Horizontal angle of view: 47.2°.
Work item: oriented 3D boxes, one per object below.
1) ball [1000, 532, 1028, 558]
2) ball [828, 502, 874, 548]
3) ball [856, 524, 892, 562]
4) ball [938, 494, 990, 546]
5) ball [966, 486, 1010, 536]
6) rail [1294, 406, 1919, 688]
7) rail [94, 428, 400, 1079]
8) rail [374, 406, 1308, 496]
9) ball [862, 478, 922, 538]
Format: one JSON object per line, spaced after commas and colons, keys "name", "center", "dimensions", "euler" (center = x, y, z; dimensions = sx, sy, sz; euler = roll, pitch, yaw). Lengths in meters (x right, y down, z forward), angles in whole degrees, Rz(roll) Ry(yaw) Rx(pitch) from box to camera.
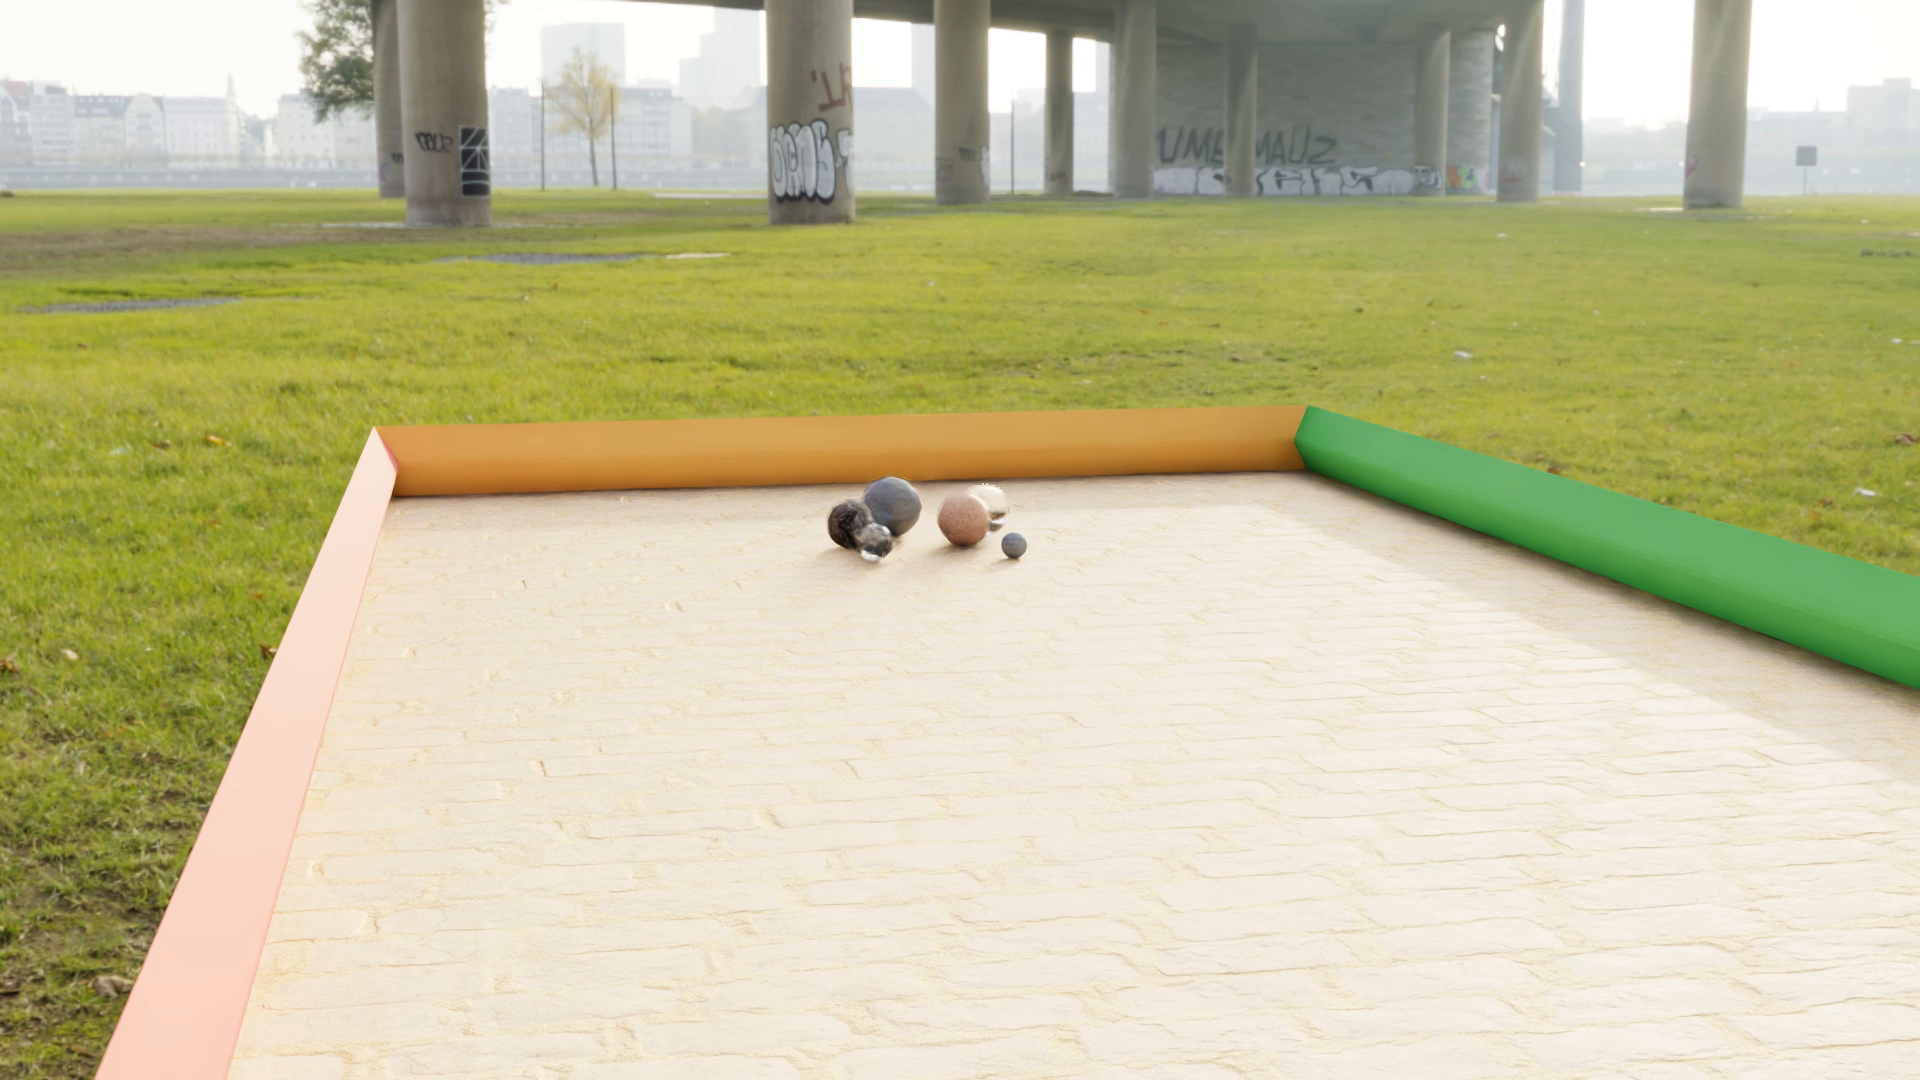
{"name": "ball", "center": [0.082, 0.008, 3.327], "dimensions": [0.040, 0.040, 0.040], "euler": [0, 10, 0]}
{"name": "ball", "center": [-0.169, -0.023, 3.408], "dimensions": [0.074, 0.074, 0.074], "euler": [0, 10, 0]}
{"name": "ball", "center": [-0.129, 0.004, 3.302], "dimensions": [0.056, 0.056, 0.056], "euler": [0, 10, 0]}
{"name": "ball", "center": [0.007, -0.031, 3.431], "dimensions": [0.082, 0.082, 0.082], "euler": [0, 10, 0]}
{"name": "ball", "center": [0.039, -0.046, 3.525], "dimensions": [0.081, 0.081, 0.081], "euler": [0, 10, 0]}
{"name": "rail", "center": [1.031, 0.083, 2.614], "dimensions": [0.045, 0.124, 3.535], "euler": [-2, 10, -12]}
{"name": "rail", "center": [-0.661, 0.143, 2.256], "dimensions": [0.045, 0.124, 3.535], "euler": [-2, 10, -12]}
{"name": "rail", "center": [-0.180, -0.168, 4.116], "dimensions": [1.778, 0.124, 0.045], "euler": [-2, 10, -12]}
{"name": "ball", "center": [-0.110, -0.052, 3.517], "dimensions": [0.096, 0.096, 0.096], "euler": [0, 10, 0]}
